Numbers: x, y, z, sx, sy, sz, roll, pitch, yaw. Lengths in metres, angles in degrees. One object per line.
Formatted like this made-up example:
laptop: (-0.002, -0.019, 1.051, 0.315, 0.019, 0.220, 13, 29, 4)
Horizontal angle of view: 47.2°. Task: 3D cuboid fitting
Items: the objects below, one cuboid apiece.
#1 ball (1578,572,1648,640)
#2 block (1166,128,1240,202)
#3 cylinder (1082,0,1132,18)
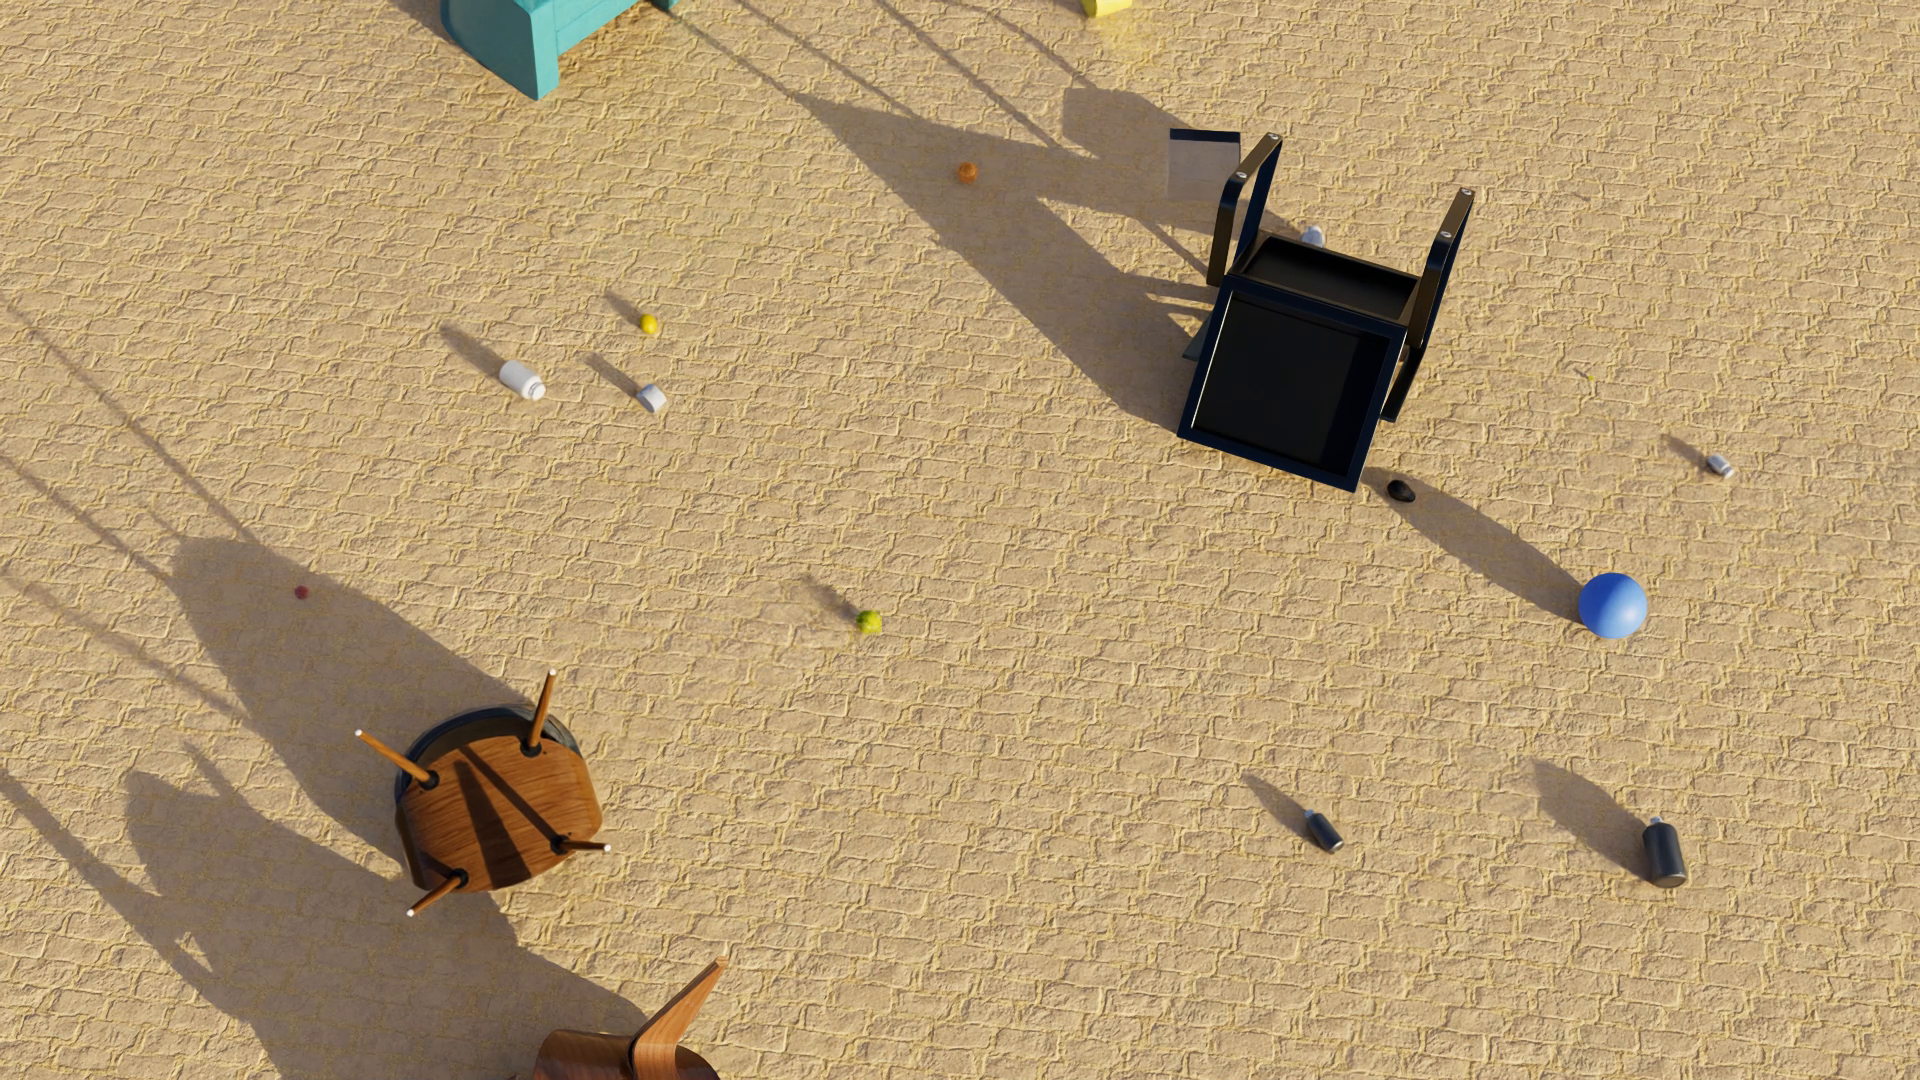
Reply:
ball: (1.879, 0.189, 6.332, 0.192, 0.192, 0.192, 0, 56, 0)
block: (0.814, -1.252, 7.351, 0.236, 0.105, 0.224, 3, 56, 2)
cylinder: (0.517, -1.928, 7.782, 0.136, 0.147, 0.129, -20, 91, -13)
